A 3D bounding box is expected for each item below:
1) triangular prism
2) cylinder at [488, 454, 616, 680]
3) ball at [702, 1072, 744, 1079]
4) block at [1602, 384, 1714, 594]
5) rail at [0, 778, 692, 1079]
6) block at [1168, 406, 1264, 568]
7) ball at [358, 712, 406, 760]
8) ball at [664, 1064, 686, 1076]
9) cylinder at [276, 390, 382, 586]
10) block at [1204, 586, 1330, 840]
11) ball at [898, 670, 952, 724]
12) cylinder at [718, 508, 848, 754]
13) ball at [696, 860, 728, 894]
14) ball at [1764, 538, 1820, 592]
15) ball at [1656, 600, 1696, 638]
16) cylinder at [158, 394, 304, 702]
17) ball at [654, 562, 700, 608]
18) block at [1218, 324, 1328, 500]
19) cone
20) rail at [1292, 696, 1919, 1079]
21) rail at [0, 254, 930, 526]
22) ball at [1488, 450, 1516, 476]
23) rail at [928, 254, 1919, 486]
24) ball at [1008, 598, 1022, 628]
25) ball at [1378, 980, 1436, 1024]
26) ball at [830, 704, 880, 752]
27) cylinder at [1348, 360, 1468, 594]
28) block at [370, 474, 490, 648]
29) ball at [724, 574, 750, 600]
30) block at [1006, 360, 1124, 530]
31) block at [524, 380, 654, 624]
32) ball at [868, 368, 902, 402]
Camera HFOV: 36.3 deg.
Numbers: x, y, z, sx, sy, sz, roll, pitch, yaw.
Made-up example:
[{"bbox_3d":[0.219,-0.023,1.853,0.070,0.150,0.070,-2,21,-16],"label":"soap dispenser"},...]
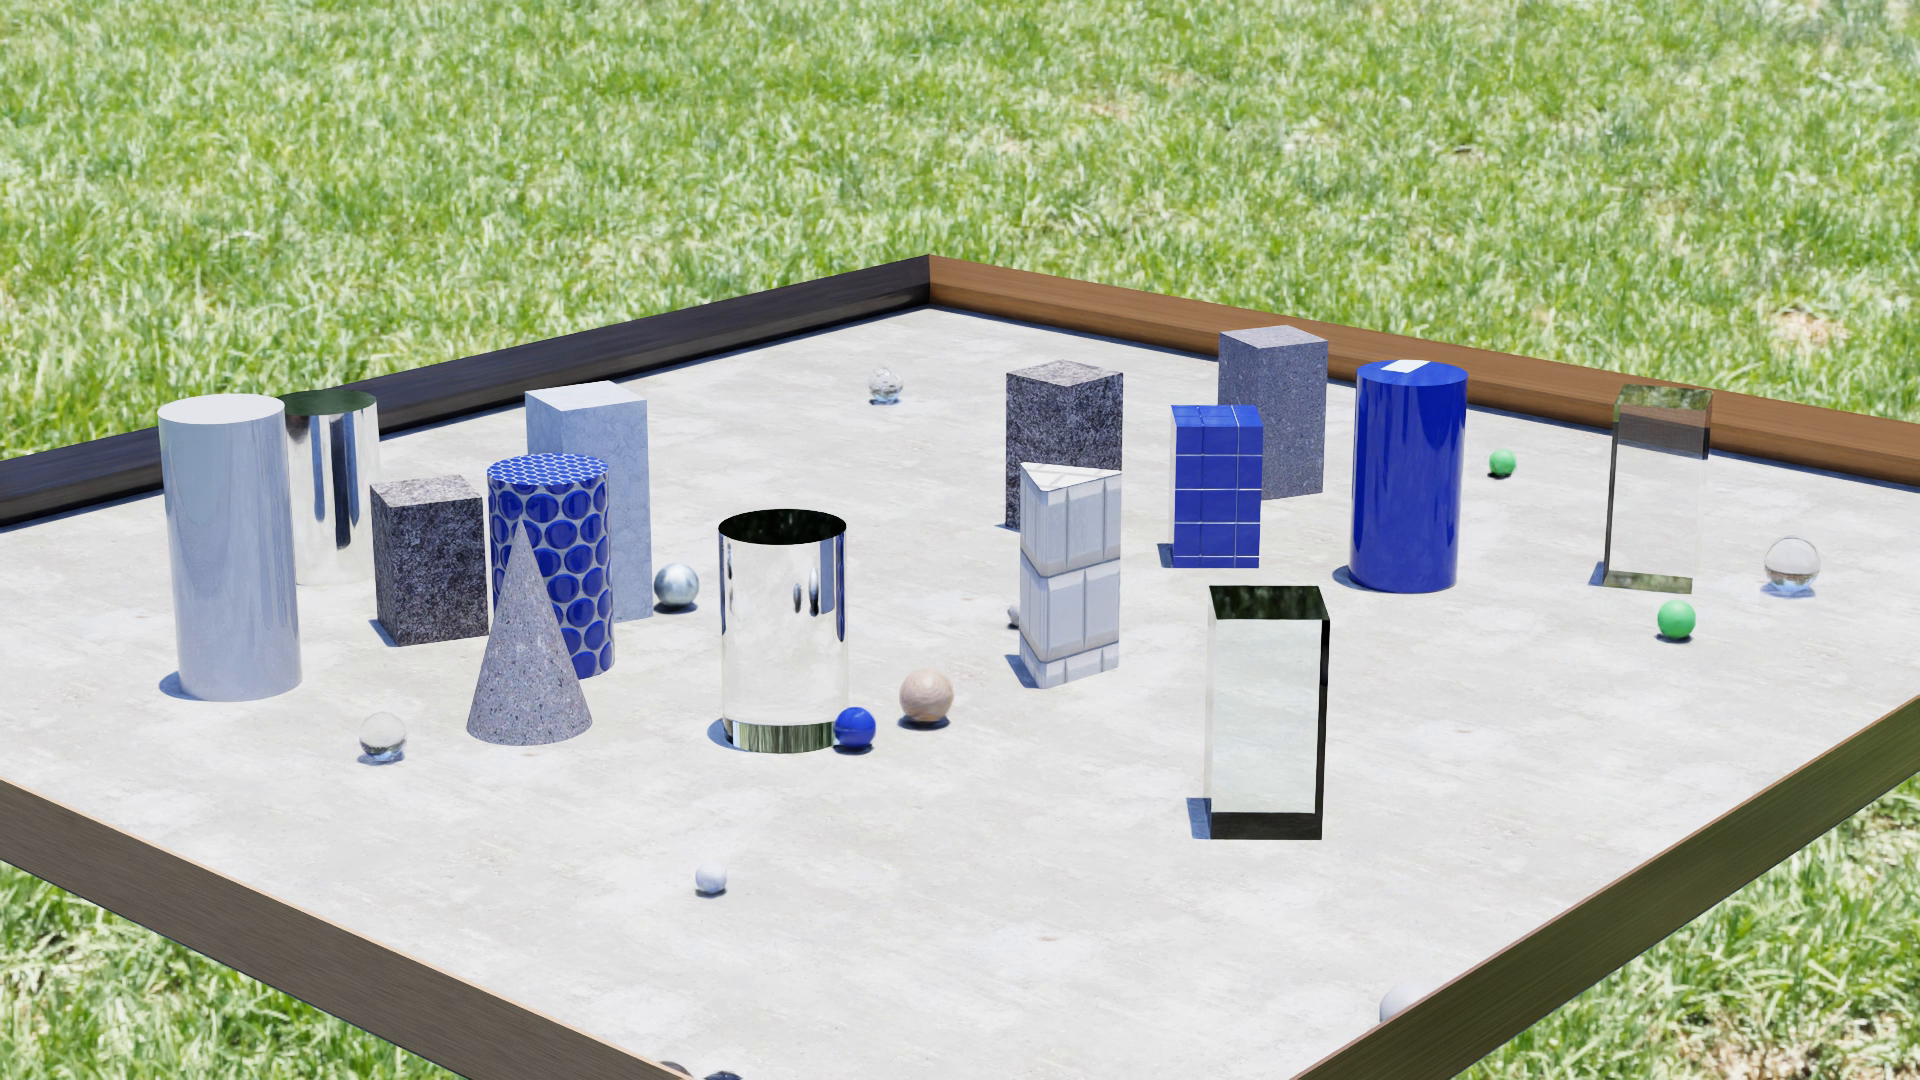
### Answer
[{"bbox_3d":[0.148,0.048,4.717,0.167,0.328,0.145,-14,22,-39],"label":"triangular prism"},{"bbox_3d":[-0.659,0.043,4.733,0.193,0.328,0.193,0,17,0],"label":"cylinder"},{"bbox_3d":[-0.262,0.626,3.234,0.078,0.078,0.078,0,17,0],"label":"ball"},{"bbox_3d":[1.231,-0.091,5.174,0.154,0.331,0.154,6,18,18],"label":"block"},{"bbox_3d":[-1.137,0.410,3.867,3.261,0.125,0.045,14,22,39],"label":"rail"},{"bbox_3d":[0.461,-0.097,5.310,0.154,0.264,0.154,0,17,0],"label":"block"},{"bbox_3d":[-0.859,0.291,4.359,0.070,0.070,0.070,0,17,0],"label":"ball"},{"bbox_3d":[-0.329,0.618,3.270,0.064,0.064,0.064,0,17,0],"label":"ball"},{"bbox_3d":[-1.128,-0.095,5.222,0.193,0.310,0.193,0,17,0],"label":"cylinder"},{"bbox_3d":[0.426,0.240,4.093,0.154,0.322,0.154,0,17,1],"label":"block"},{"bbox_3d":[-0.053,0.241,4.502,0.083,0.083,0.083,0,17,0],"label":"ball"},{"bbox_3d":[-0.265,0.136,4.429,0.193,0.326,0.193,0,17,0],"label":"cylinder"},{"bbox_3d":[-0.329,0.447,3.888,0.043,0.043,0.043,0,17,0],"label":"ball"},{"bbox_3d":[1.457,0.043,5.135,0.096,0.096,0.096,0,17,0],"label":"ball"},{"bbox_3d":[1.195,0.133,4.893,0.065,0.065,0.065,0,17,0],"label":"ball"},{"bbox_3d":[-1.149,0.011,4.627,0.193,0.451,0.193,0,17,0],"label":"cylinder"},{"bbox_3d":[-0.488,0.079,5.048,0.079,0.079,0.079,0,17,0],"label":"ball"},{"bbox_3d":[0.609,-0.249,5.742,0.154,0.306,0.154,-8,18,-24],"label":"block"},{"bbox_3d":[-0.662,0.122,4.459,0.193,0.336,0.193,0,17,0],"label":"cone"},{"bbox_3d":[1.213,0.336,4.112,0.045,0.125,3.515,14,22,39],"label":"rail"},{"bbox_3d":[-1.213,-0.273,6.129,0.045,0.125,3.515,14,22,39],"label":"rail"},{"bbox_3d":[1.084,-0.154,5.863,0.054,0.054,0.054,0,17,0],"label":"ball"},{"bbox_3d":[1.137,-0.347,6.374,3.261,0.125,0.045,14,22,39],"label":"rail"},{"bbox_3d":[0.106,0.123,4.953,0.049,0.049,0.049,0,17,0],"label":"ball"},{"bbox_3d":[0.534,0.559,3.453,0.080,0.080,0.080,0,17,0],"label":"ball"},{"bbox_3d":[-0.158,0.282,4.398,0.073,0.073,0.073,0,17,0],"label":"ball"},{"bbox_3d":[0.788,-0.112,5.167,0.193,0.375,0.193,0,17,0],"label":"cylinder"},{"bbox_3d":[-0.890,0.033,4.918,0.154,0.241,0.154,-7,18,-22],"label":"block"},{"bbox_3d":[-0.388,0.081,5.098,0.046,0.046,0.046,0,17,0],"label":"ball"},{"bbox_3d":[0.195,-0.168,5.487,0.154,0.298,0.154,16,23,43],"label":"block"},{"bbox_3d":[-0.629,-0.059,4.979,0.154,0.383,0.154,-10,19,-29],"label":"block"},{"bbox_3d":[-0.163,-0.340,6.440,0.076,0.076,0.076,0,17,0],"label":"ball"}]
